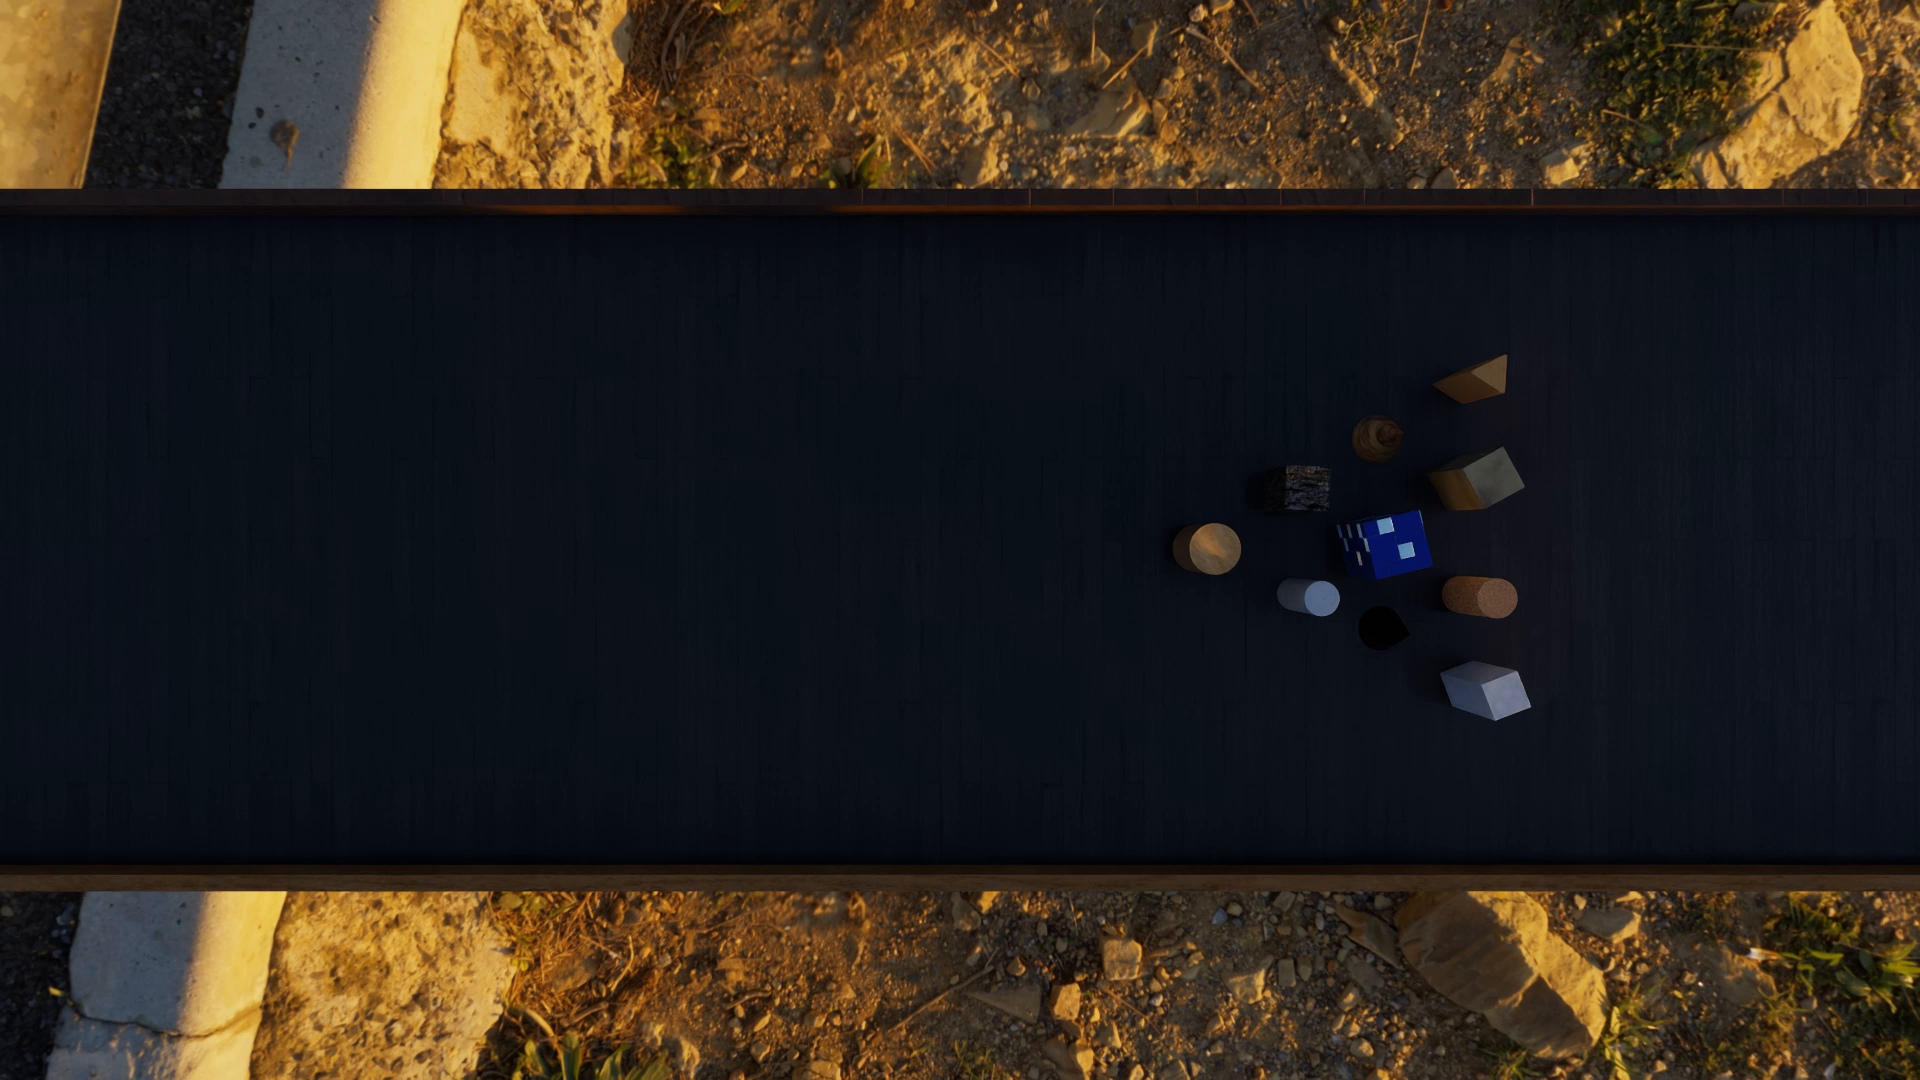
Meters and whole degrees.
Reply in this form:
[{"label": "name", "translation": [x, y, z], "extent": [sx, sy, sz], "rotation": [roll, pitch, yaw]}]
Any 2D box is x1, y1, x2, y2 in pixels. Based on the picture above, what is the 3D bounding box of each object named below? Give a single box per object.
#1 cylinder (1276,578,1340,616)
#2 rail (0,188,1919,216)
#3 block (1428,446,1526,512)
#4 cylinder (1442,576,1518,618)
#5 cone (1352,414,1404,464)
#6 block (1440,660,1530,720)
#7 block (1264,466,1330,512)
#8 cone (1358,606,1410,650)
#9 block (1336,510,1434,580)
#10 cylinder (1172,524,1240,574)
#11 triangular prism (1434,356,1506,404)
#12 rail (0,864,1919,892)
[{"label": "cylinder", "translation": [1.026, 0.166, 4.875], "extent": [0.100, 0.403, 0.100], "rotation": [0, 90, 0]}, {"label": "rail", "translation": [-2.247, -1.025, 5.002], "extent": [12.000, 0.150, 0.050], "rotation": [0, 90, 0]}, {"label": "block", "translation": [1.525, -0.178, 4.894], "extent": [0.132, 0.366, 0.132], "rotation": [-29, 90, 0]}, {"label": "cylinder", "translation": [1.541, 0.167, 4.902], "extent": [0.115, 0.349, 0.115], "rotation": [0, 90, 0]}, {"label": "cone", "translation": [1.283, -0.309, 4.922], "extent": [0.155, 0.310, 0.155], "rotation": [0, 90, 0]}, {"label": "block", "translation": [1.547, 0.441, 4.874], "extent": [0.109, 0.405, 0.109], "rotation": [-21, 90, 0]}, {"label": "block", "translation": [1.002, -0.149, 4.914], "extent": [0.127, 0.325, 0.127], "rotation": [2, 90, 0]}, {"label": "cone", "translation": [1.295, 0.272, 4.907], "extent": [0.137, 0.340, 0.137], "rotation": [0, 90, 0]}, {"label": "block", "translation": [1.257, 0.014, 4.902], "extent": [0.167, 0.348, 0.167], "rotation": [-14, 90, 0]}, {"label": "cylinder", "translation": [0.728, 0.026, 4.892], "extent": [0.148, 0.369, 0.148], "rotation": [0, 90, 0]}, {"label": "triangular prism", "translation": [1.529, -0.488, 4.886], "extent": [0.110, 0.382, 0.095], "rotation": [34, 90, 0]}, {"label": "rail", "translation": [-2.247, 1.025, 5.001], "extent": [12.000, 0.150, 0.050], "rotation": [0, 90, 0]}]
